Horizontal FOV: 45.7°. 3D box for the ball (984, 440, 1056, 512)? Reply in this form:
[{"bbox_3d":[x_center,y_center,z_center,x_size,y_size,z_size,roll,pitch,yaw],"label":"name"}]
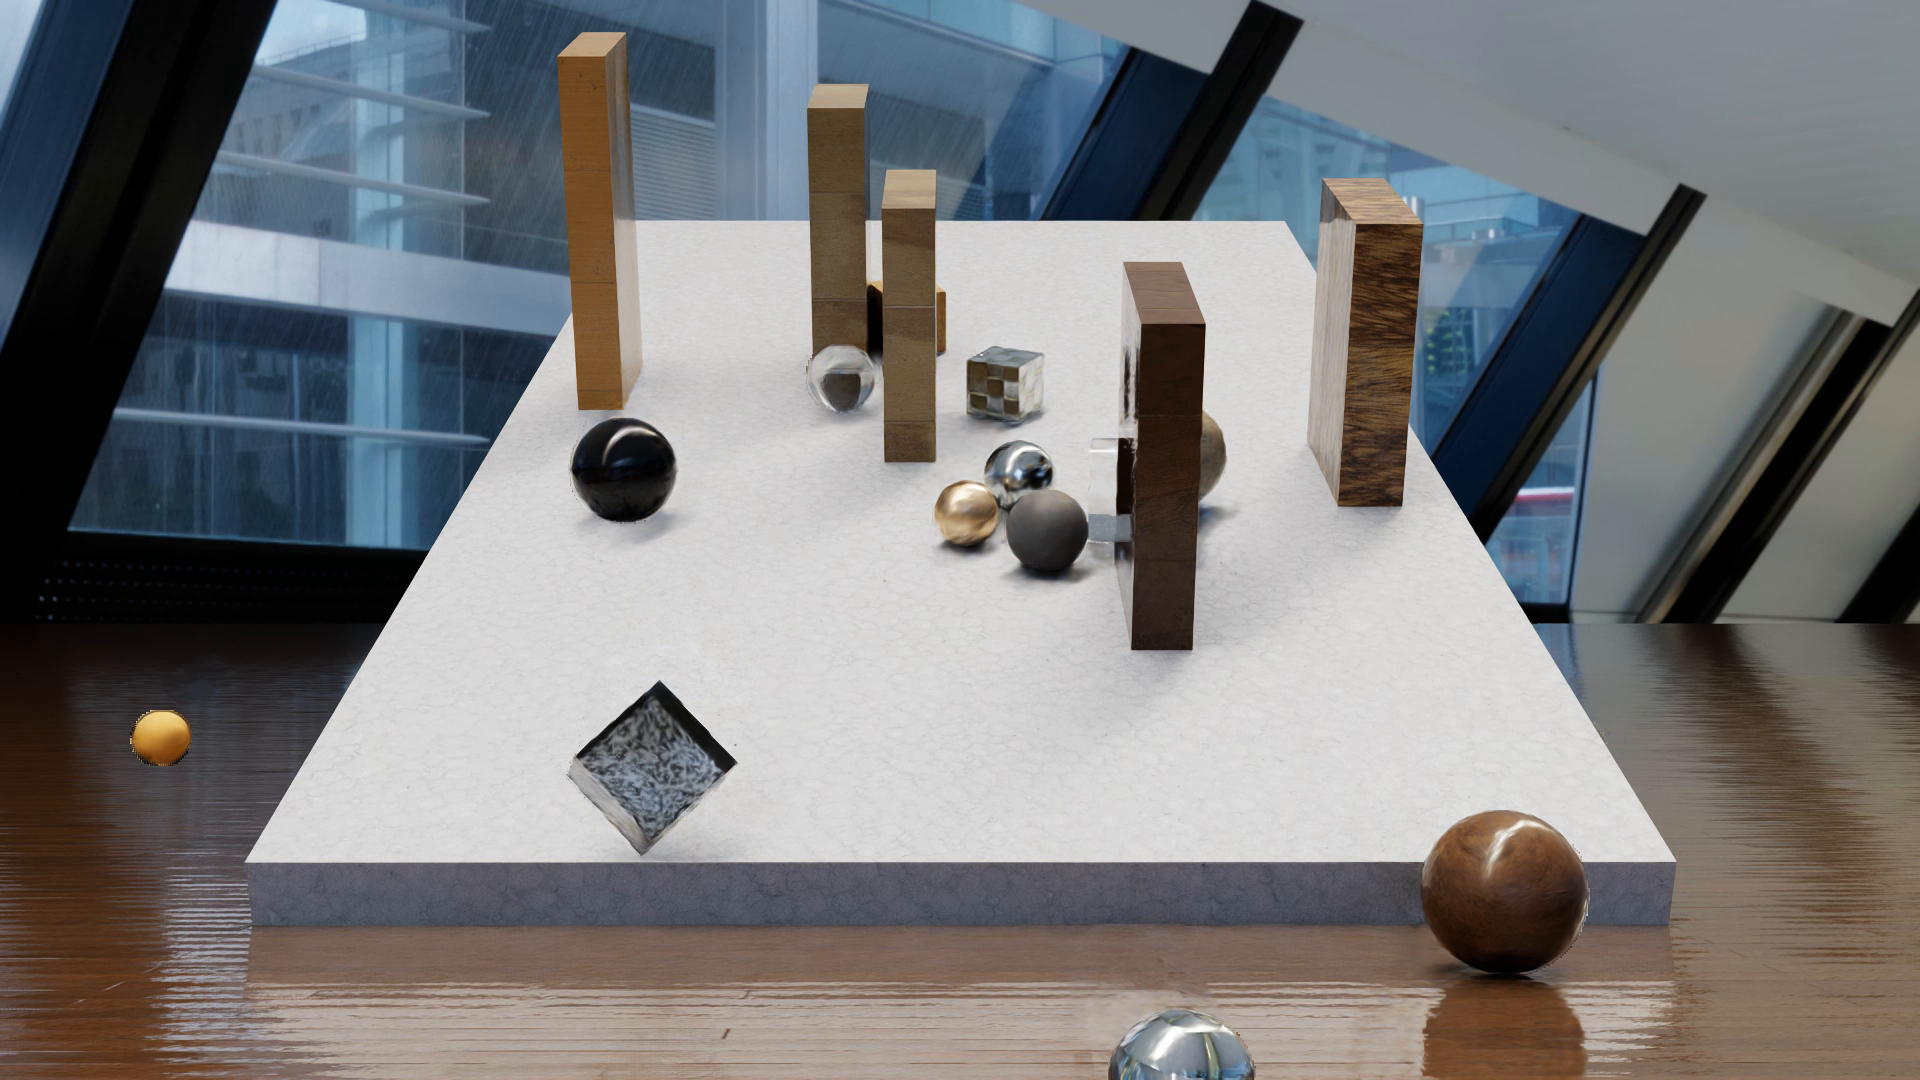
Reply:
[{"bbox_3d":[0.118,-0.124,4.491,0.144,0.144,0.144,0,-2,0],"label":"ball"}]

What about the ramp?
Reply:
[{"bbox_3d":[-0.006,-0.213,5.069,2.000,0.100,4.000,0,21,0],"label":"ramp"}]

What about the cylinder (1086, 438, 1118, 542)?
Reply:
[{"bbox_3d":[0.344,-0.092,4.324,0.198,0.198,0.198,3,-2,3],"label":"cylinder"}]

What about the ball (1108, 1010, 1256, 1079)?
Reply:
[{"bbox_3d":[0.177,0.437,1.827,0.119,0.119,0.119,0,-2,0],"label":"ball"}]

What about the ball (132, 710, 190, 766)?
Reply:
[{"bbox_3d":[-2.276,0.564,6.495,0.154,0.154,0.154,0,-2,0],"label":"ball"}]

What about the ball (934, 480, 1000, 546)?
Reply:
[{"bbox_3d":[0.013,-0.051,4.327,0.124,0.124,0.124,0,-2,0],"label":"ball"}]

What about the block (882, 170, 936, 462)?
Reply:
[{"bbox_3d":[-0.106,-0.486,4.883,0.108,0.542,0.387,0,21,0],"label":"block"}]

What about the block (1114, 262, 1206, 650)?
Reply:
[{"bbox_3d":[0.343,-0.154,3.967,0.105,0.573,0.417,0,21,0],"label":"block"}]

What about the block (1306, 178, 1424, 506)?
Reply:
[{"bbox_3d":[0.818,-0.410,4.643,0.129,0.573,0.423,0,21,0],"label":"block"}]

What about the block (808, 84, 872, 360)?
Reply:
[{"bbox_3d":[-0.281,-0.729,5.385,0.128,0.640,0.327,0,21,0],"label":"block"}]

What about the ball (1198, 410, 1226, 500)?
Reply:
[{"bbox_3d":[0.423,-0.169,4.506,0.209,0.209,0.209,0,-2,0],"label":"ball"}]

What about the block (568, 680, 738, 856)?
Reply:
[{"bbox_3d":[-0.423,0.314,3.114,0.153,0.153,0.153,-42,-3,-21],"label":"block"}]

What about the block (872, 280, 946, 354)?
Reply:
[{"bbox_3d":[-0.129,-0.549,5.600,0.151,0.151,0.151,-6,22,-17],"label":"block"}]

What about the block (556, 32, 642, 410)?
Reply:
[{"bbox_3d":[-0.810,-0.724,5.159,0.102,0.789,0.350,0,21,0],"label":"block"}]

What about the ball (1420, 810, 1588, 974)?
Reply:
[{"bbox_3d":[0.663,0.429,2.779,0.199,0.199,0.199,0,-2,0],"label":"ball"}]

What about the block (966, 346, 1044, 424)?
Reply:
[{"bbox_3d":[0.103,-0.348,5.102,0.130,0.130,0.130,11,23,26],"label":"block"}]

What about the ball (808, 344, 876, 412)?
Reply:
[{"bbox_3d":[-0.264,-0.364,5.108,0.154,0.154,0.154,0,-2,0],"label":"ball"}]

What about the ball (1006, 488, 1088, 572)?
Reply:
[{"bbox_3d":[0.161,-0.018,4.201,0.152,0.152,0.152,0,-2,0],"label":"ball"}]

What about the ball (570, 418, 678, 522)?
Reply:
[{"bbox_3d":[-0.653,-0.136,4.434,0.205,0.205,0.205,0,-2,0],"label":"ball"}]
